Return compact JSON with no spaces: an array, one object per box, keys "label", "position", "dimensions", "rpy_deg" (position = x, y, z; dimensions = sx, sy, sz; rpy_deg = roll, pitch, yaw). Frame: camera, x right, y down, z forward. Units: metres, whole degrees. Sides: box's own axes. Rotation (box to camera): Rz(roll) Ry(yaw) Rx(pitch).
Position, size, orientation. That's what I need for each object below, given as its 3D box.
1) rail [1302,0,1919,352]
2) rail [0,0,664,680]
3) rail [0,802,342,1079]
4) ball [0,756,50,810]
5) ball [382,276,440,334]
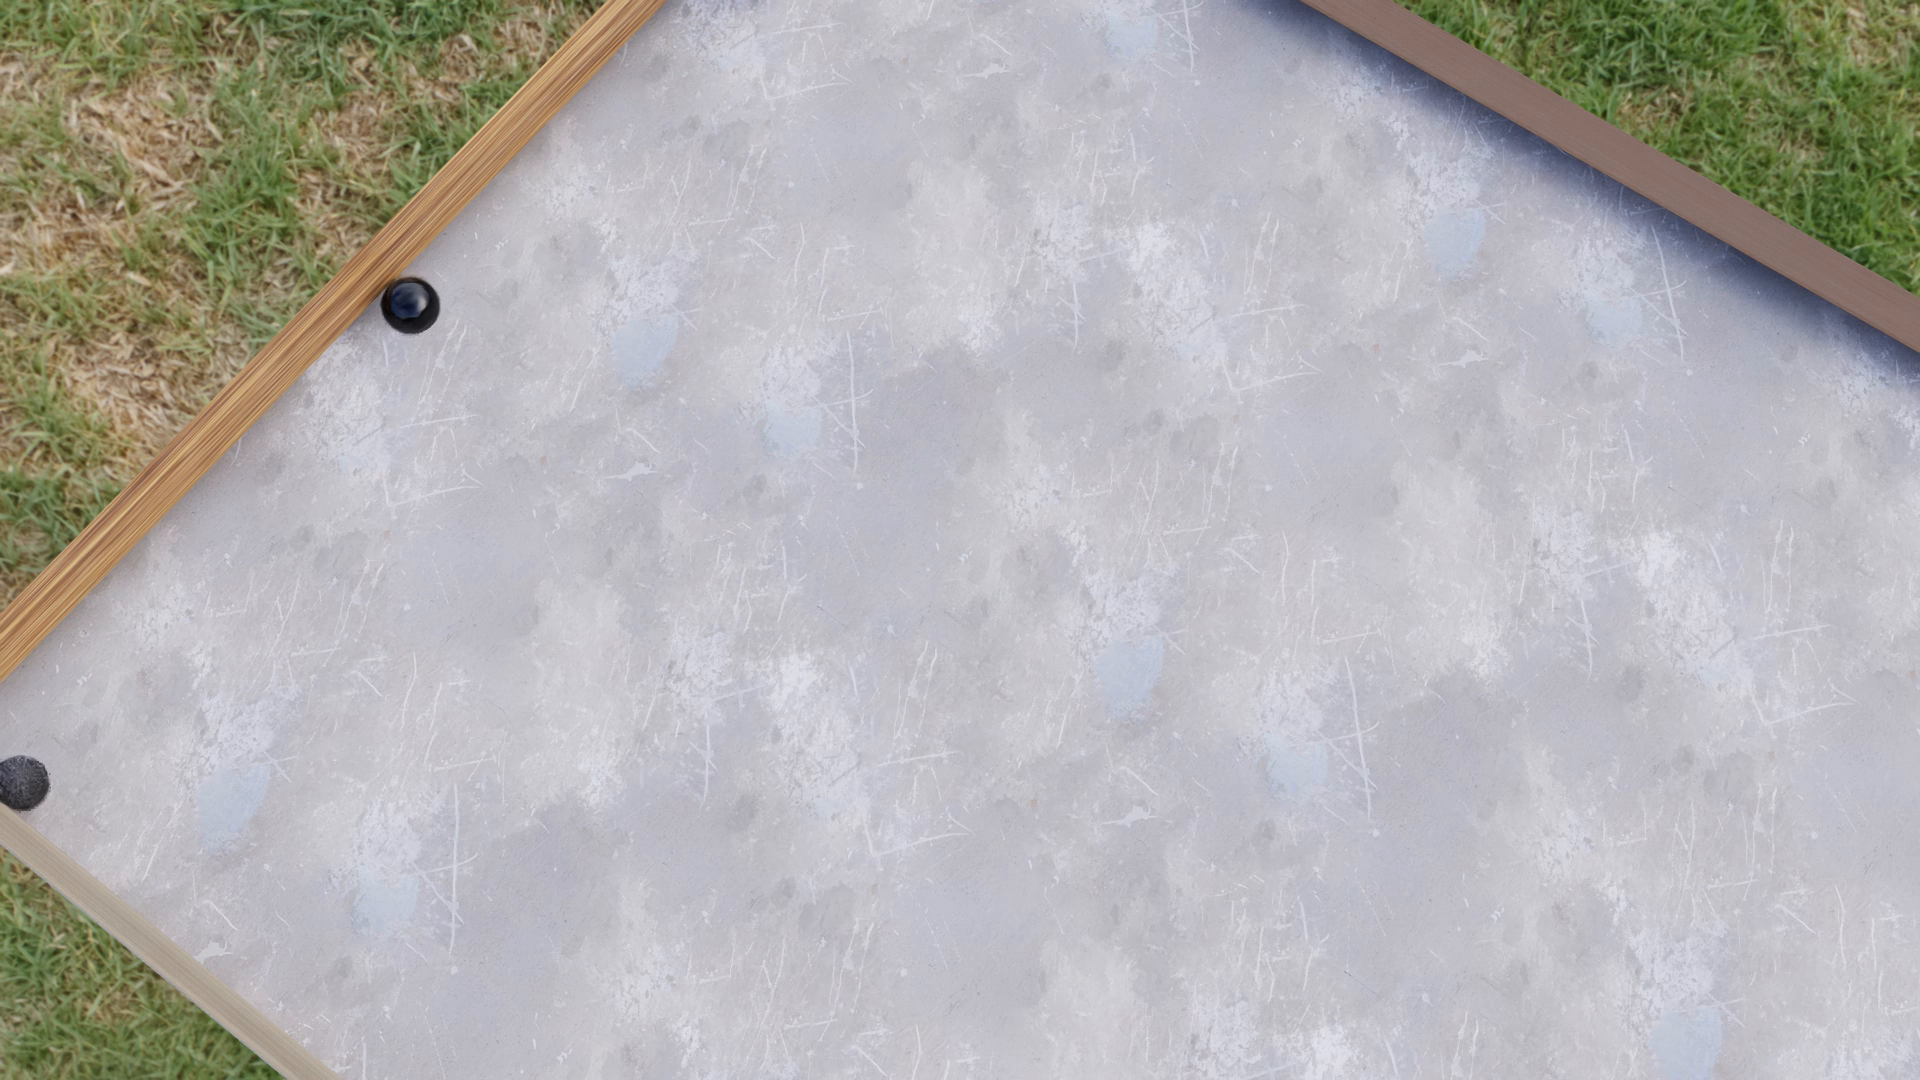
[{"label":"rail","position":[1.622,-0.323,3.663],"dimensions":[4.401,0.126,0.045],"rpy_deg":[34,70,14]},{"label":"rail","position":[-0.867,-0.588,3.783],"dimensions":[0.045,0.126,2.530],"rpy_deg":[34,70,14]},{"label":"rail","position":[0.151,1.499,2.839],"dimensions":[4.401,0.126,0.045],"rpy_deg":[34,70,14]},{"label":"ball","position":[-1.441,0.373,3.373],"dimensions":[0.084,0.084,0.084],"rpy_deg":[0,66,0]},{"label":"ball","position":[-0.927,-0.396,3.713],"dimensions":[0.097,0.097,0.097],"rpy_deg":[0,66,0]}]
